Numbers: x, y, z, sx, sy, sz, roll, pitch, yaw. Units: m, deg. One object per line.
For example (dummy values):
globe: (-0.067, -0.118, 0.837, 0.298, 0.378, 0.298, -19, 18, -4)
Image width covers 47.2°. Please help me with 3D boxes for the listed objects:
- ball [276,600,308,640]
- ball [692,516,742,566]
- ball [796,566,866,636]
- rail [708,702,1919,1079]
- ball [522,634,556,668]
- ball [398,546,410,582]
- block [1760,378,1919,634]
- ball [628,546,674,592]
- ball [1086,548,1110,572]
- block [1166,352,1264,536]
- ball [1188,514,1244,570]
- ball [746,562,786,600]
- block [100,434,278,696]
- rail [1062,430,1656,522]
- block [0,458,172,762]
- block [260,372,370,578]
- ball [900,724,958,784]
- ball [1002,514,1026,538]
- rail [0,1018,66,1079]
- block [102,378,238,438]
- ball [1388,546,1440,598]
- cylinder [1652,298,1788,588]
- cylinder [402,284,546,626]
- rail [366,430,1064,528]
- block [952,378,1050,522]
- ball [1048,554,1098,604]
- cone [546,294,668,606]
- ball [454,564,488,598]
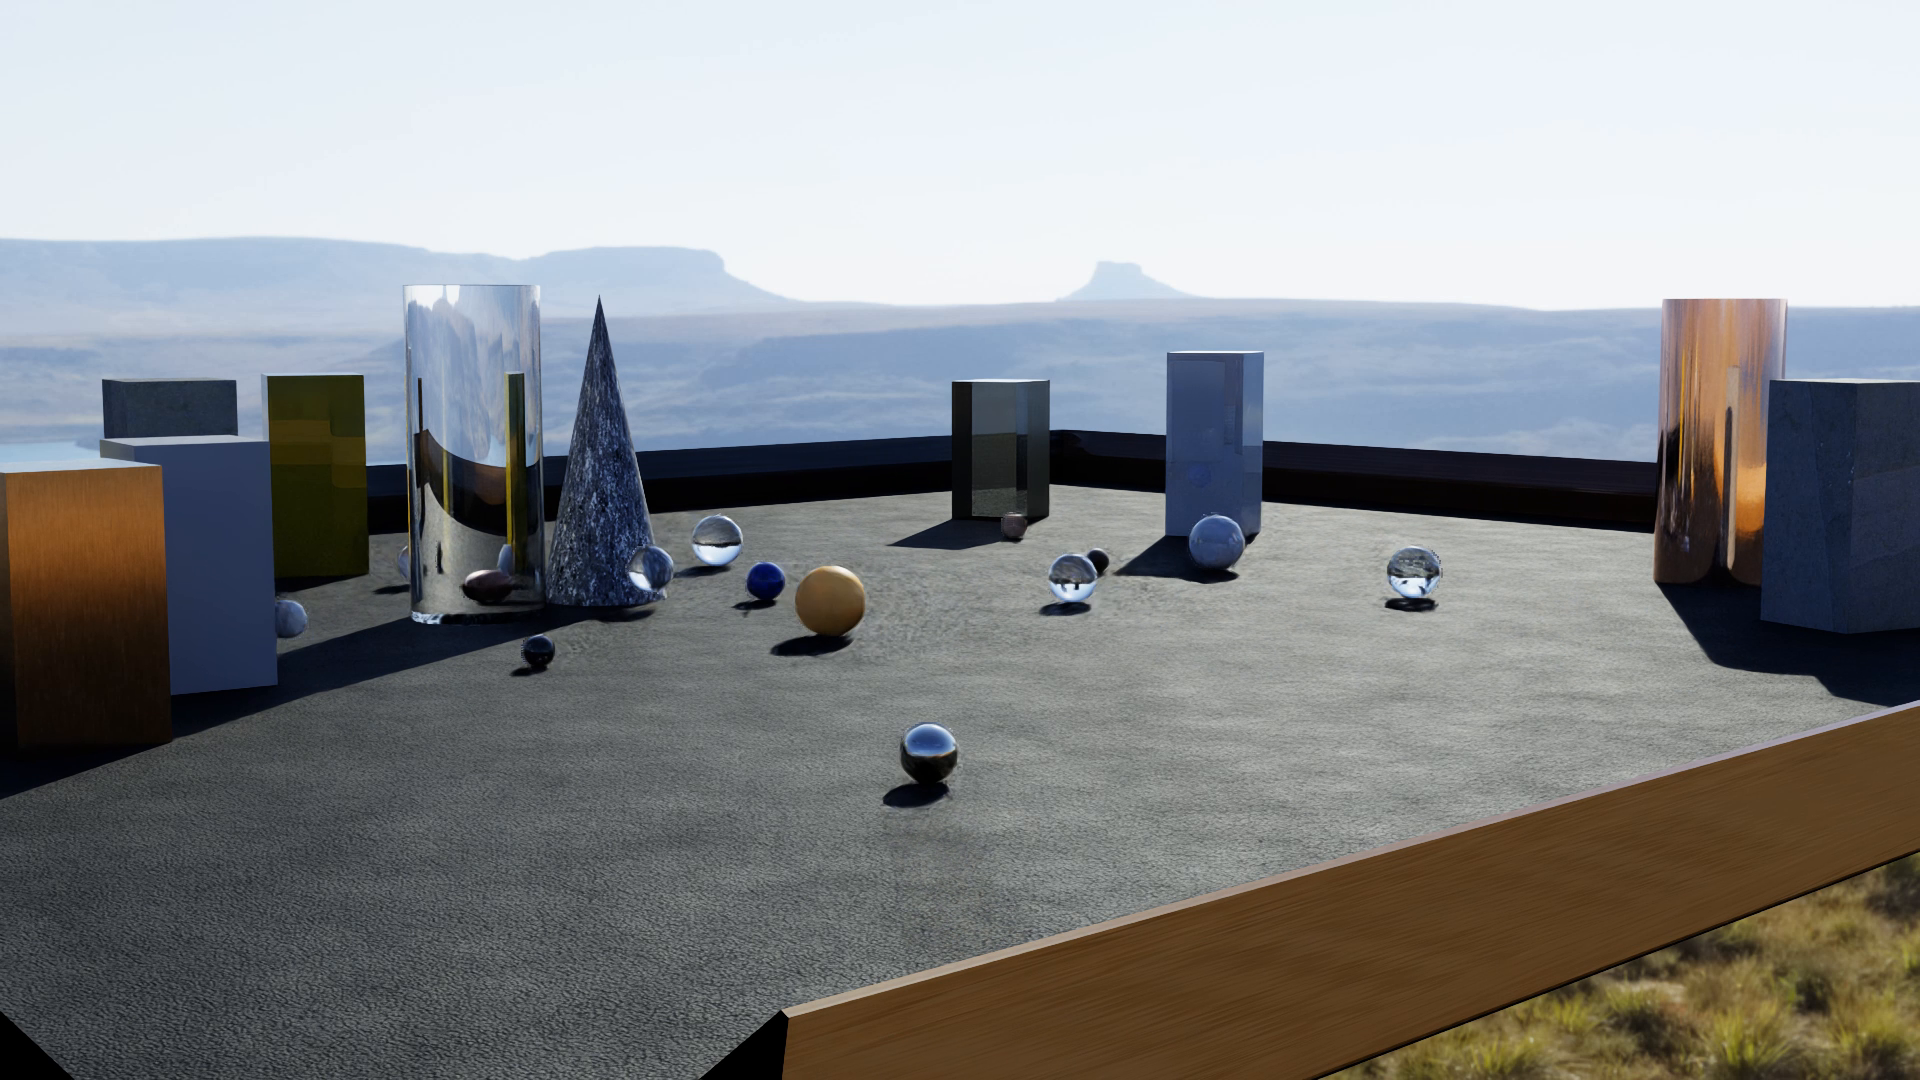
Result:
ball: (-0.811, 0.096, 2.648, 0.048, 0.048, 0.048, 0, 6, 0)
ball: (-0.421, 0.001, 3.816, 0.089, 0.089, 0.089, 0, 6, 0)
ball: (-0.176, 0.083, 3.000, 0.096, 0.096, 0.096, 0, 6, 0)
rail: (1.114, 0.159, 2.132, 3.819, 0.125, 0.045, -6, 8, -42)
ball: (-0.525, 0.138, 2.743, 0.040, 0.040, 0.040, 0, 6, 0)
ball: (-0.878, 0.038, 3.570, 0.067, 0.067, 0.067, 0, 6, 0)
block: (1.253, -0.053, 3.107, 0.154, 0.344, 0.154, -3, 7, -26)
ball: (-0.463, 0.044, 3.292, 0.069, 0.069, 0.069, 0, 6, 0)
ball: (0.232, 0.035, 3.721, 0.041, 0.041, 0.041, 0, 6, 0)
block: (0.506, -0.193, 4.366, 0.154, 0.360, 0.154, 2, 6, 22)
ball: (0.438, 0.005, 3.755, 0.095, 0.095, 0.095, 0, 6, 0)
ball: (-0.298, 0.063, 3.366, 0.060, 0.060, 0.060, 0, 6, 0)
block: (-0.919, 0.026, 2.618, 0.154, 0.290, 0.154, -4, 7, -35)
rail: (1.386, -0.101, 4.604, 0.045, 0.125, 3.332, -6, 8, -42)
block: (-0.921, 0.066, 2.260, 0.154, 0.286, 0.154, -5, 8, -42)
block: (-1.095, -0.114, 3.733, 0.154, 0.335, 0.154, -2, 6, -21)
ball: (-0.029, 0.201, 2.070, 0.056, 0.056, 0.056, 0, 6, 0)
ball: (0.107, -0.028, 4.285, 0.048, 0.048, 0.048, 0, 6, 0)
rail: (-1.386, 0.166, 2.060, 0.045, 0.125, 3.332, -6, 8, -42)
block: (-1.161, -0.066, 3.242, 0.154, 0.341, 0.154, -4, 7, -33)
ball: (0.700, 0.049, 3.396, 0.081, 0.081, 0.081, 0, 6, 0)
cylinder: (1.238, -0.162, 3.584, 0.193, 0.461, 0.193, 0, 6, 0)
cylinder: (-0.700, -0.127, 3.177, 0.193, 0.478, 0.193, 0, 6, 0)
rail: (-1.114, -0.093, 4.532, 3.819, 0.125, 0.045, -6, 8, -42)
block: (0.087, -0.193, 4.690, 0.154, 0.293, 0.154, 3, 7, 29)
ball: (0.171, 0.058, 3.338, 0.076, 0.076, 0.076, 0, 6, 0)
cone: (-0.550, -0.144, 3.379, 0.193, 0.469, 0.193, 0, 6, 0)
ball: (-0.757, 0.063, 3.407, 0.051, 0.051, 0.051, 0, 6, 0)
